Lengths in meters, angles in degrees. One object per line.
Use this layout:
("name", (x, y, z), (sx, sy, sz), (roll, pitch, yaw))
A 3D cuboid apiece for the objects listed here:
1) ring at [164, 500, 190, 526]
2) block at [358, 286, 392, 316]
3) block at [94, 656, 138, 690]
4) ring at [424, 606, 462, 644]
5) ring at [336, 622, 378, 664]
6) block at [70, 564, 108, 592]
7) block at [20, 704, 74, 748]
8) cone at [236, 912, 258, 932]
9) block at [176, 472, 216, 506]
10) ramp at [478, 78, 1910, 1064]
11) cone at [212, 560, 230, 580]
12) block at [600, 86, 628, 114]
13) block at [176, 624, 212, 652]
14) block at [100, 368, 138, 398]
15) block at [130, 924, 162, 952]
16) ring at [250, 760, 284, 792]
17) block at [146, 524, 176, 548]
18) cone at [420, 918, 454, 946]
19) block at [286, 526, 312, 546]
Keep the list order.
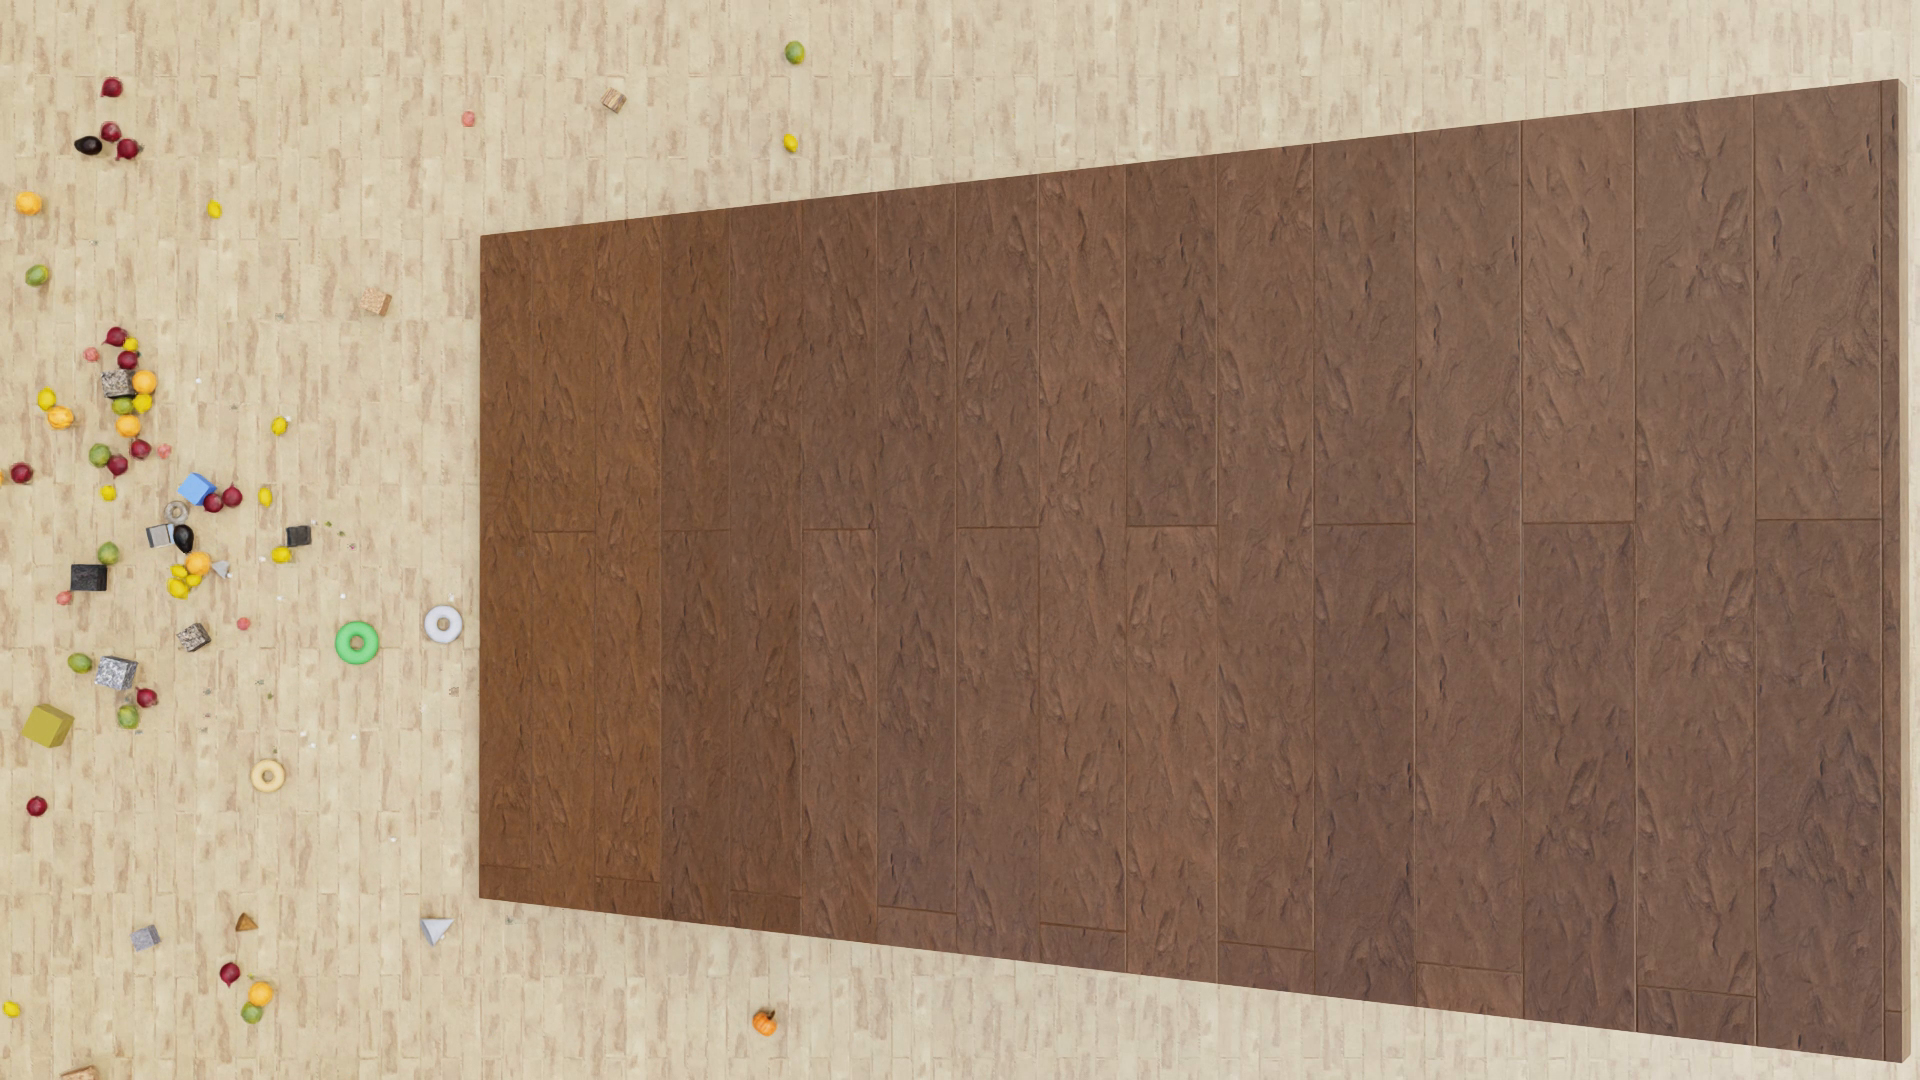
("ring", (-2.390, -0.083, 6.709), (0.077, 0.026, 0.077), (0, 88, -1))
("block", (-1.779, -0.726, 6.694), (0.067, 0.067, 0.067), (21, 90, 0))
("block", (-2.562, 0.403, 6.676), (0.083, 0.083, 0.083), (15, 90, 0))
("ring", (-1.574, 0.256, 6.700), (0.117, 0.039, 0.117), (0, 91, 1))
("ring", (-1.837, 0.314, 6.697), (0.133, 0.044, 0.133), (0, 88, 0))
("block", (-2.646, 0.114, 6.681), (0.079, 0.079, 0.079), (1, 90, 0))
("block", (-2.766, 0.564, 6.669), (0.096, 0.096, 0.096), (27, 90, 0))
("cone", (-2.164, 1.173, 6.697), (0.062, 0.062, 0.062), (25, 89, -27))
("block", (-2.320, -0.154, 6.687), (0.071, 0.071, 0.071), (38, 90, 0))
("ramp", (0.257, 0.071, 5.593), (4.000, 0.100, 2.000), (0, 89, 33))
("cone", (-2.249, 0.100, 6.708), (0.054, 0.054, 0.054), (-4, 116, 0))
("block", (-1.056, -1.342, 6.705), (0.055, 0.055, 0.055), (32, 90, 0))
("block", (-2.329, 0.297, 6.687), (0.064, 0.064, 0.064), (-33, 90, 0))
("block", (-2.556, -0.474, 6.687), (0.076, 0.076, 0.076), (-8, 90, 0))
("block", (-2.475, 1.210, 6.681), (0.059, 0.059, 0.059), (-22, 90, 0))
("ring", (-2.109, 0.719, 6.698), (0.103, 0.034, 0.103), (0, 91, 0))
("block", (-2.430, -0.013, 6.691), (0.061, 0.061, 0.061), (-14, 90, 0))
("cone", (-1.580, 1.174, 6.690), (0.094, 0.094, 0.094), (-24, 89, -27))
("block", (-2.011, -0.011, 6.693), (0.057, 0.057, 0.057), (-6, 90, 0))
